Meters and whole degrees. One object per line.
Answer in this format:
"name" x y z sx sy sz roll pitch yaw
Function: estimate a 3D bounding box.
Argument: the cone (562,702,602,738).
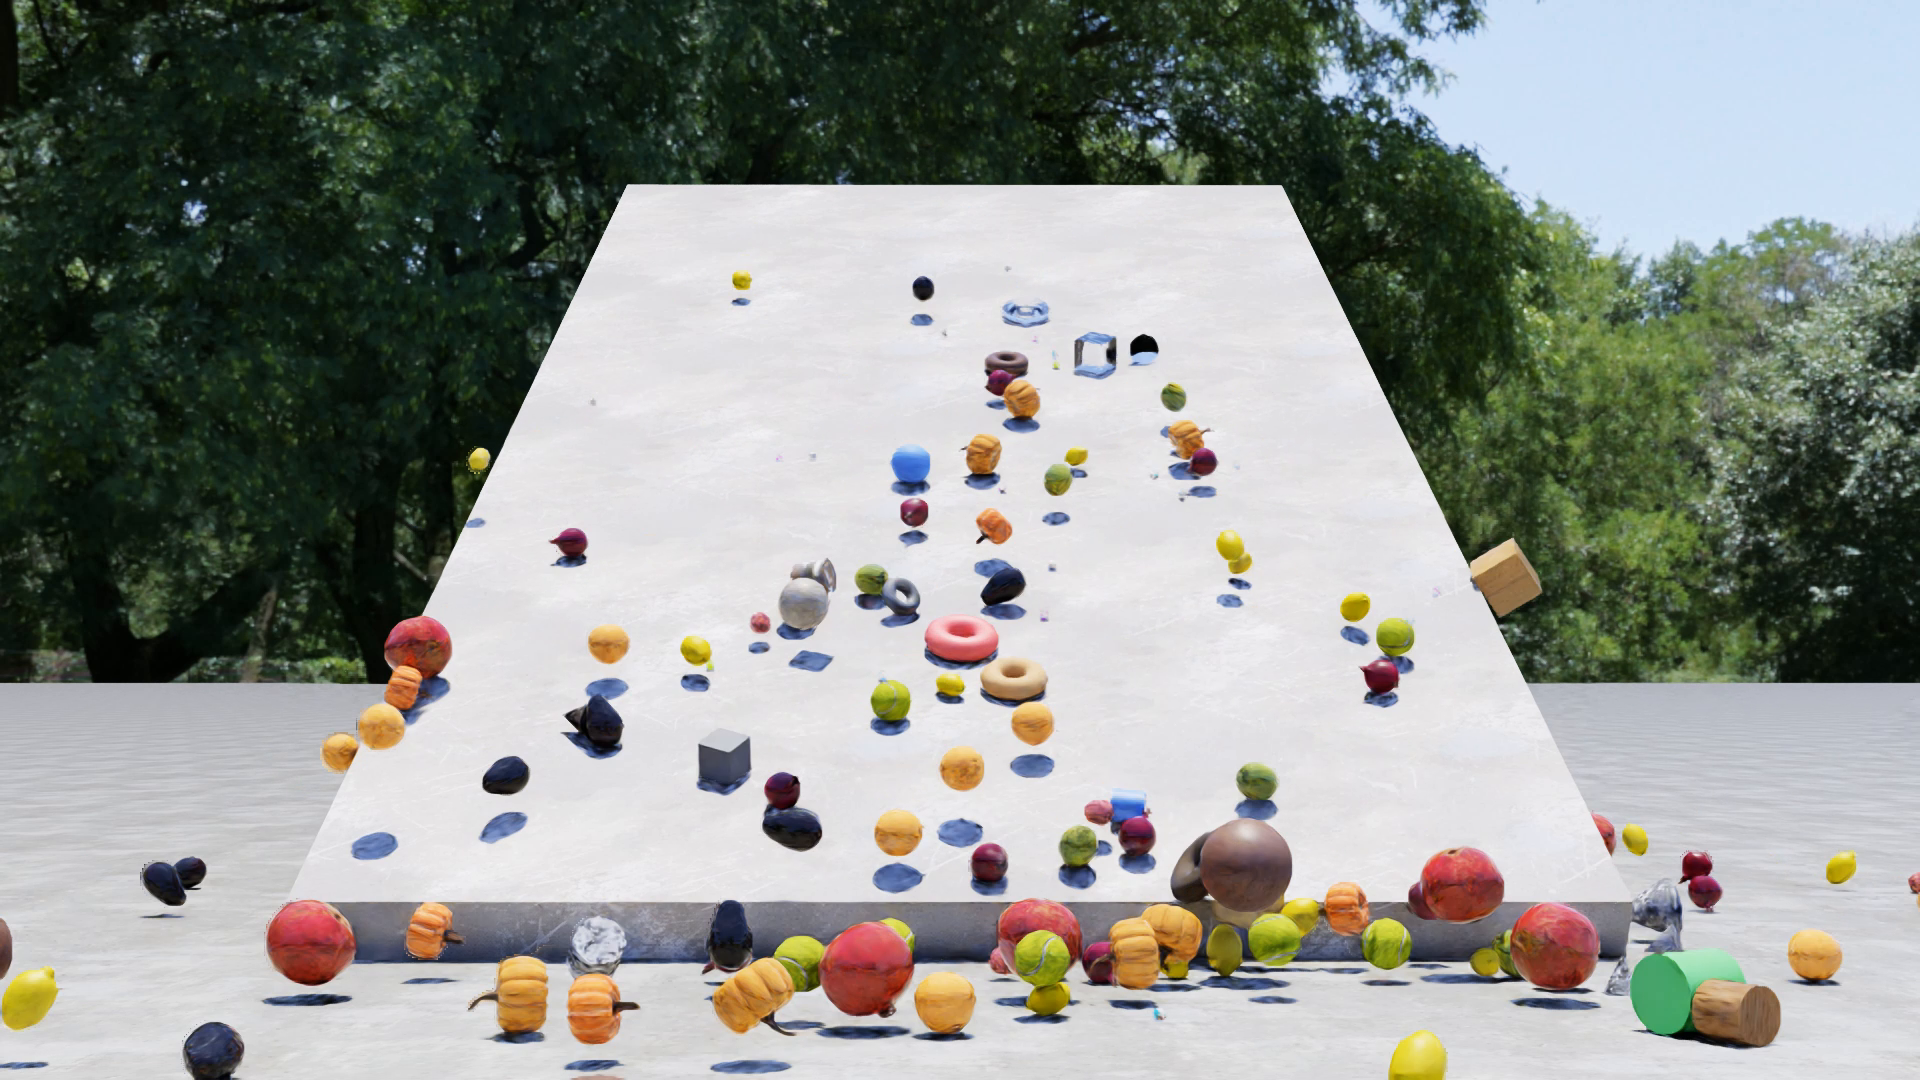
"cone" -0.646 0.299 3.916 0.060 0.060 0.060 6 0 26

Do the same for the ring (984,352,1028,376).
"ring" 0.112 -0.423 5.573 0.108 0.036 0.108 1 25 0

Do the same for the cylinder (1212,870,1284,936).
"cylinder" 0.419 0.528 3.376 0.076 0.076 0.076 15 6 33

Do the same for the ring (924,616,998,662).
"ring" 0.003 0.177 4.206 0.135 0.045 0.135 4 25 -2

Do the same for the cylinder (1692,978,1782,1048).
"cylinder" 0.898 0.546 2.689 0.070 0.070 0.070 2 -4 -30

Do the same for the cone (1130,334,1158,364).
"cone" 0.443 -0.459 5.659 0.072 0.072 0.072 0 -3 -4

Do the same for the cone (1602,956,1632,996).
"cone" 0.884 0.579 3.102 0.053 0.053 0.053 0 -3 0

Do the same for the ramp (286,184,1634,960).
"ramp" -0.008 -0.228 5.298 2.000 0.100 4.000 0 24 0

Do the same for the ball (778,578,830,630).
"ball" -0.248 0.101 3.700 0.082 0.082 0.082 0 -3 0

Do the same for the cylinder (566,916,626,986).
"cylinder" -0.475 0.537 3.034 0.067 0.067 0.067 1 -34 -19

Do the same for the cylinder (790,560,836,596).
"cylinder" -0.263 0.068 4.189 0.062 0.062 0.062 1 -3 22

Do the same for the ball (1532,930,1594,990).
"ball" 0.816 0.568 3.147 0.081 0.081 0.081 0 -3 0

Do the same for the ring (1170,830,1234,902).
"ring" 0.355 0.480 3.418 0.040 0.120 0.120 38 -13 -11

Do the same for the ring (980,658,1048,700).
"ring" 0.095 0.242 4.068 0.117 0.039 0.117 0 25 0

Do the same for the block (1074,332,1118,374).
"block" 0.326 -0.450 5.588 0.073 0.073 0.073 15 28 30

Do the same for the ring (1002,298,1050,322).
"ring" 0.169 -0.587 5.936 0.123 0.041 0.123 1 23 0

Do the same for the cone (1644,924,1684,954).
"cone" 1.008 0.584 3.344 0.051 0.051 0.051 -22 -12 22

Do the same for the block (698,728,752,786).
"block" -0.384 0.353 3.788 0.062 0.062 0.062 13 27 26

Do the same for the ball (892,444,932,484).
"ball" -0.103 -0.162 4.920 0.085 0.085 0.085 0 -3 0

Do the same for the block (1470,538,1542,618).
"block" 1.054 0.072 4.489 0.095 0.095 0.095 -33 11 17

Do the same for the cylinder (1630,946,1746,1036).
"cylinder" 0.868 0.538 2.771 0.095 0.095 0.095 -5 0 -33
